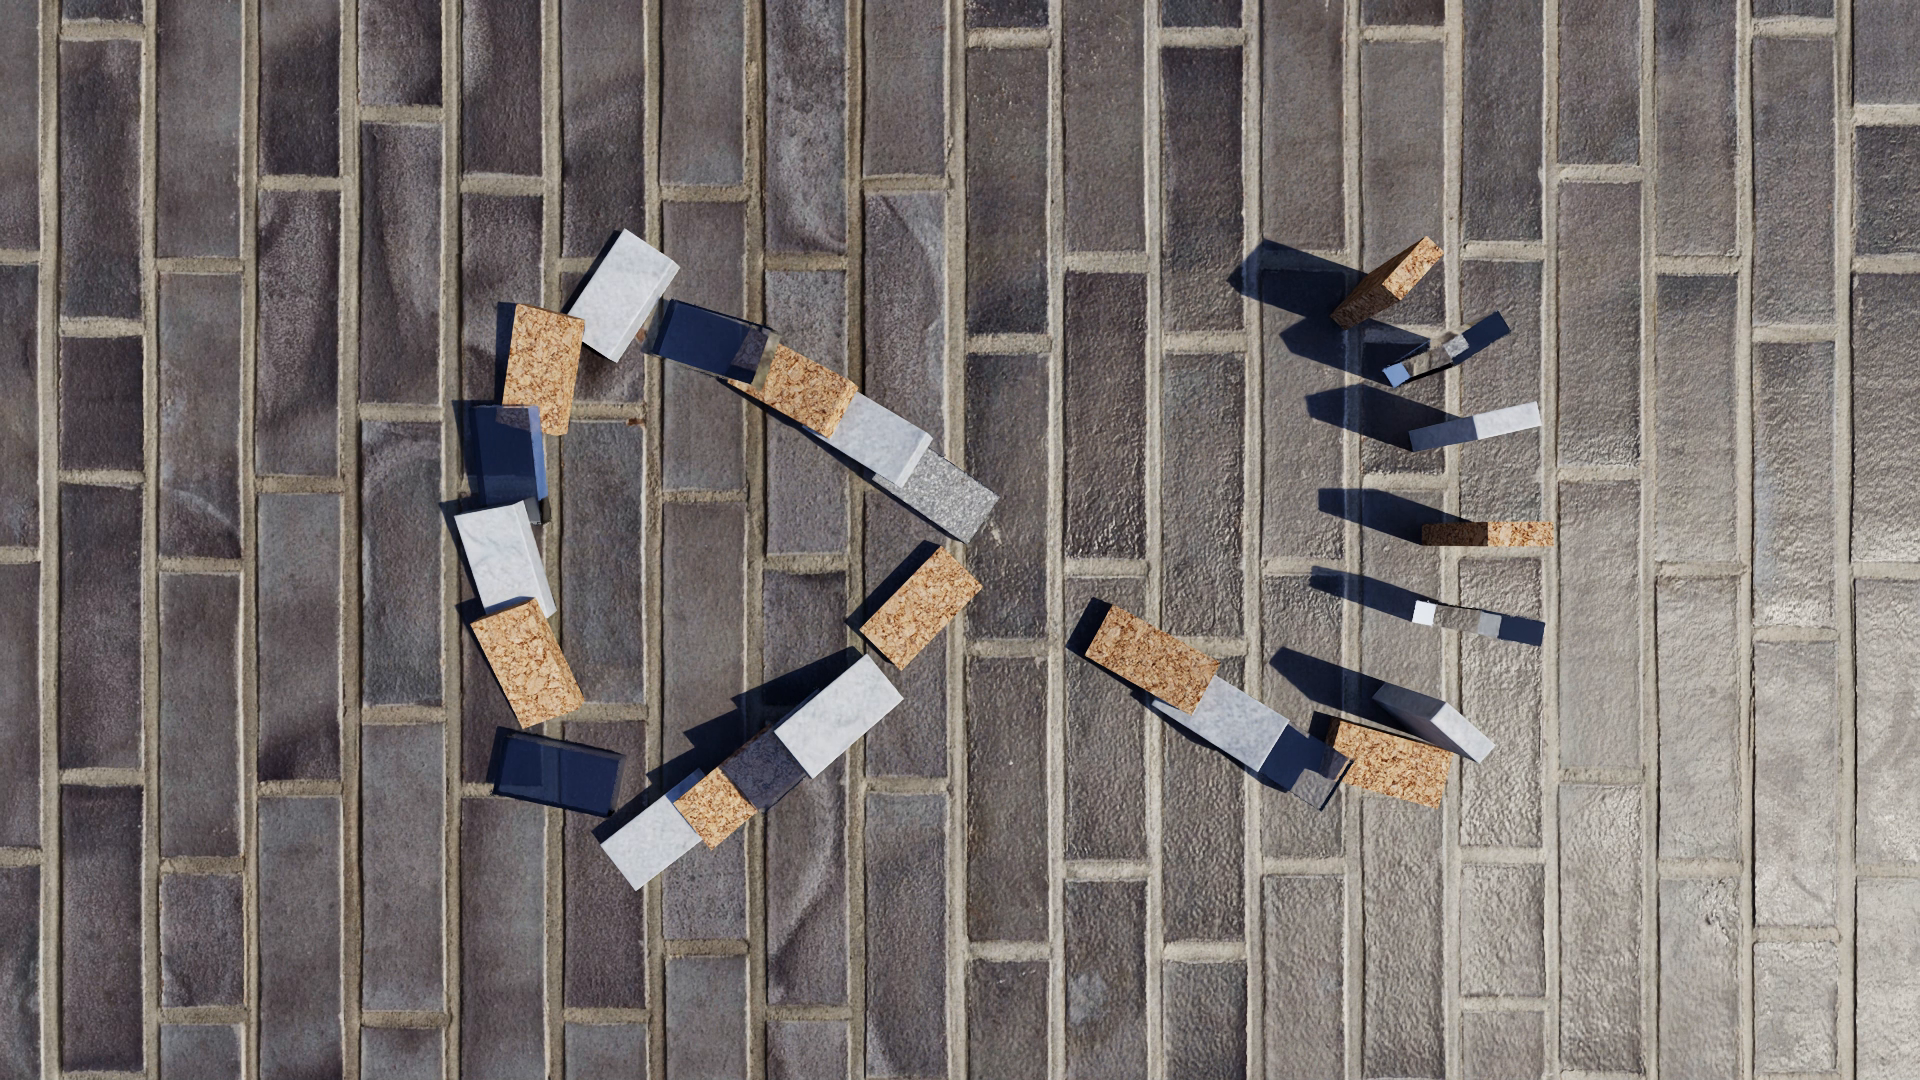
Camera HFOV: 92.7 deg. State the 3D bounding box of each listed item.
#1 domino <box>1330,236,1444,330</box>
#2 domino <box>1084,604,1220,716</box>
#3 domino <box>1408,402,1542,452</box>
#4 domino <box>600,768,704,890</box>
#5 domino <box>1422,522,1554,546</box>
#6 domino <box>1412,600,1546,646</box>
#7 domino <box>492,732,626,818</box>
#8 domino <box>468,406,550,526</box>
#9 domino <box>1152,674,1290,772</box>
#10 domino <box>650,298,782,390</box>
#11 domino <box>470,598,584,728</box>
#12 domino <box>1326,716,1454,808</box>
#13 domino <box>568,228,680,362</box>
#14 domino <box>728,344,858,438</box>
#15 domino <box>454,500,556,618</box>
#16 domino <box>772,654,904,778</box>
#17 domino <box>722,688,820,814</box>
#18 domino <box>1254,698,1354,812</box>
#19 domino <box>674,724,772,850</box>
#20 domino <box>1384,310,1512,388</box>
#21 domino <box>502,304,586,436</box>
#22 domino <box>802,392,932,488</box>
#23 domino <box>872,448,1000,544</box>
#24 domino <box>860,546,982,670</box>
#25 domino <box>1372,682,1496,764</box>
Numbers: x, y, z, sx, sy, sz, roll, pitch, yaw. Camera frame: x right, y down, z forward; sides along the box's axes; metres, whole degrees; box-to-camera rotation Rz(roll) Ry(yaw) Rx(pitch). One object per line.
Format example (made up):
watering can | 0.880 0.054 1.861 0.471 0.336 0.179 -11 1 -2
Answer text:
domino | 0.173 -0.104 0.375 0.009 0.050 0.025 43 90 0
domino | 0.081 0.050 0.388 0.050 0.010 0.025 29 90 16
domino | 0.209 -0.046 0.375 0.025 0.050 0.009 -13 90 0
domino | -0.126 0.124 0.395 0.050 0.010 0.025 -38 90 0
domino | 0.214 -0.002 0.375 0.025 0.050 0.010 0 90 0
domino | 0.211 0.034 0.375 0.025 0.050 0.009 12 90 0
domino | -0.172 0.101 0.395 0.050 0.010 0.025 12 90 0
domino | -0.191 -0.032 0.389 0.025 0.009 0.050 0 104 0
domino | 0.110 0.073 0.388 0.050 0.010 0.025 32 90 18
domino | -0.104 -0.083 0.389 0.050 0.010 0.025 19 88 15
domino | -0.183 0.052 0.390 0.025 0.009 0.050 -20 103 0
domino | 0.183 0.096 0.395 0.050 0.010 0.025 16 90 0
domino | -0.146 -0.105 0.395 0.025 0.009 0.050 34 90 0
domino | -0.071 -0.066 0.389 0.050 0.009 0.025 29 90 15
domino | -0.193 0.010 0.389 0.025 0.009 0.050 -11 104 0
domino | -0.051 0.074 0.386 0.050 0.010 0.025 -39 90 -22
domino | -0.072 0.089 0.386 0.050 0.009 0.025 -40 90 -22
domino | 0.137 0.090 0.390 0.050 0.010 0.025 32 90 13
domino | -0.093 0.104 0.389 0.050 0.010 0.025 -39 90 -15
domino | 0.198 -0.077 0.375 0.025 0.050 0.010 -32 90 0
domino | -0.178 -0.072 0.390 0.025 0.010 0.050 15 104 0
domino | -0.039 -0.046 0.389 0.050 0.010 0.025 32 90 15
domino | -0.010 -0.022 0.395 0.050 0.009 0.025 34 90 0
domino | -0.017 0.029 0.395 0.025 0.010 0.050 44 90 0
domino | 0.192 0.074 0.375 0.025 0.050 0.009 41 90 0
